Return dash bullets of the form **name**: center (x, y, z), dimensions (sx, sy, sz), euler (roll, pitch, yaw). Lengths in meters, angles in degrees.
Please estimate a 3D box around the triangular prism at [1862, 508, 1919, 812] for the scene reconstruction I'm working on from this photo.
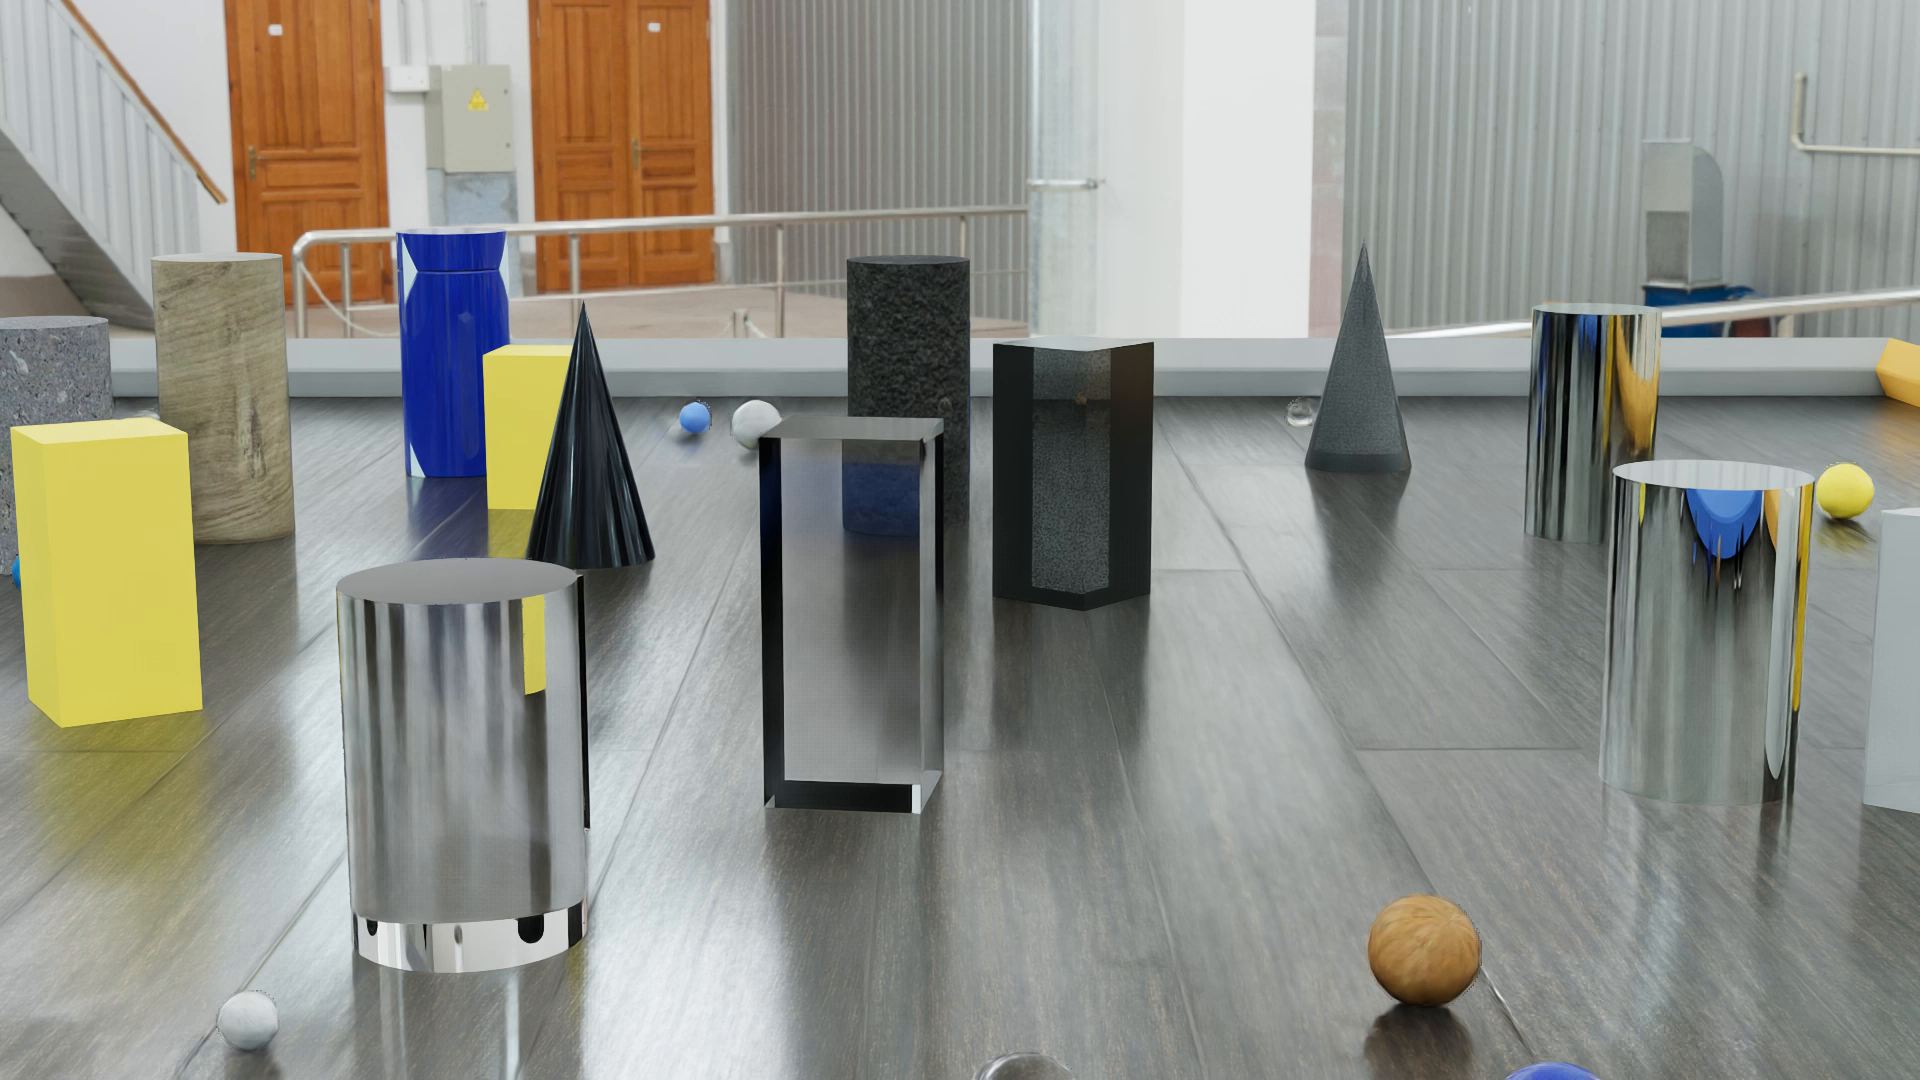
- **triangular prism**: center (1.015, 0.117, 2.543), dimensions (0.170, 0.295, 0.148), euler (8, 13, 38)

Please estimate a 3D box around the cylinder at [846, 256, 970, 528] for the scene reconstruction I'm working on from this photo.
- **cylinder**: center (-0.083, -0.241, 4.133), dimensions (0.197, 0.420, 0.197), euler (0, 10, 0)

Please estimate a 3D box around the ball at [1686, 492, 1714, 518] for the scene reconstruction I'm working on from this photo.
- **ball**: center (1.203, -0.058, 4.176), dimensions (0.043, 0.043, 0.043), euler (0, 10, 0)

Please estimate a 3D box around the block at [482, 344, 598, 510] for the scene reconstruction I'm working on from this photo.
- **block**: center (-0.700, -0.191, 4.311), dimensions (0.157, 0.256, 0.157), euler (1, 11, 4)

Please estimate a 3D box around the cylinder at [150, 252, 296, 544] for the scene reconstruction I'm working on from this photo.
- **cylinder**: center (-1.149, -0.225, 4.006), dimensions (0.197, 0.433, 0.197), euler (0, 10, 0)

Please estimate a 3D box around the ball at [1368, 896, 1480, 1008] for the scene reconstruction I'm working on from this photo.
- **ball**: center (0.363, 0.322, 2.008), dimensions (0.087, 0.087, 0.087), euler (0, 10, 0)

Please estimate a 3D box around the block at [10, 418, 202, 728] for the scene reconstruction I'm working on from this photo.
- **block**: center (-0.975, 0.032, 2.932), dimensions (0.157, 0.319, 0.157), euler (-6, 12, -31)

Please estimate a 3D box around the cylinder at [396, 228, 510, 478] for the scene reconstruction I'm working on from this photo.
- **cylinder**: center (-0.910, -0.341, 4.634), dimensions (0.197, 0.433, 0.197), euler (0, 10, 0)

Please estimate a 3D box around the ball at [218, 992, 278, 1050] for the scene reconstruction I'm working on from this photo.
- **ball**: center (-0.533, 0.360, 1.921), dimensions (0.044, 0.044, 0.044), euler (0, 10, 0)

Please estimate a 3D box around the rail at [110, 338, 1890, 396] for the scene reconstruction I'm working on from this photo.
- **rail**: center (-0.013, -0.380, 5.676), dimensions (4.163, 0.128, 0.045), euler (0, 10, 0)

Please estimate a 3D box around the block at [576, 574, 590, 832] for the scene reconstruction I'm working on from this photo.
- **block**: center (-0.463, 0.162, 2.420), dimensions (0.157, 0.250, 0.157), euler (5, 12, 26)

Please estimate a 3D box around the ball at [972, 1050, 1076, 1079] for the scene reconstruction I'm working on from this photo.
- **ball**: center (0.042, 0.381, 1.699), dimensions (0.083, 0.083, 0.083), euler (0, 10, 0)

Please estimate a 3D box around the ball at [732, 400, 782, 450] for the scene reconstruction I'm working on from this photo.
- **ball**: center (-0.388, -0.219, 4.900), dimensions (0.096, 0.096, 0.096), euler (0, 10, 0)

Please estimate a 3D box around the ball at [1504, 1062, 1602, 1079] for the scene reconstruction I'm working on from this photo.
- **ball**: center (0.384, 0.384, 1.656), dimensions (0.093, 0.093, 0.093), euler (0, 10, 0)

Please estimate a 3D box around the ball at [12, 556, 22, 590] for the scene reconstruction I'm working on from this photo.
- **ball**: center (-1.278, 0.044, 3.557), dimensions (0.068, 0.068, 0.068), euler (0, 10, 0)

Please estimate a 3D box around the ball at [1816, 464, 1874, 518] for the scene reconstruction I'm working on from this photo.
- **ball**: center (1.436, -0.079, 4.165), dimensions (0.089, 0.089, 0.089), euler (0, 10, 0)

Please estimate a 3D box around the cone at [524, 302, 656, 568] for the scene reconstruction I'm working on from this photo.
- **cone**: center (-0.555, -0.165, 3.815), dimensions (0.197, 0.385, 0.197), euler (0, 10, 0)

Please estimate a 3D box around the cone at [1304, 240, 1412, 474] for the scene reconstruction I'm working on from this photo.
- **cone**: center (0.733, -0.344, 4.690), dimensions (0.197, 0.418, 0.197), euler (0, 10, 0)

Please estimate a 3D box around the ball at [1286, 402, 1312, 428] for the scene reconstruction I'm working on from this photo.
- **ball**: center (0.691, -0.255, 5.214), dimensions (0.053, 0.053, 0.053), euler (0, 10, 0)

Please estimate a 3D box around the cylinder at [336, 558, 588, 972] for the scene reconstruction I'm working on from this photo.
- **cylinder**: center (-0.416, 0.184, 2.153), dimensions (0.197, 0.306, 0.197), euler (0, 10, 0)

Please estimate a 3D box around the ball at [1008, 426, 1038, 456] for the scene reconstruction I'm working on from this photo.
- **ball**: center (0.120, -0.187, 4.836), dimensions (0.057, 0.057, 0.057), euler (0, 10, 0)

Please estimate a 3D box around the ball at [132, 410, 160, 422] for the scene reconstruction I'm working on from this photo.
- **ball**: center (-1.599, -0.226, 5.039), dimensions (0.060, 0.060, 0.060), euler (0, 10, 0)

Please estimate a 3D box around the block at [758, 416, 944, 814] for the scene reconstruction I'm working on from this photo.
- **block**: center (-0.106, 0.071, 2.581), dimensions (0.157, 0.371, 0.157), euler (1, 11, 8)

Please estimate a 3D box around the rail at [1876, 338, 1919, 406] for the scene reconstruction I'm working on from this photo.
- **rail**: center (2.058, 0.031, 3.461), dimensions (0.045, 0.128, 4.577), euler (0, 10, 0)

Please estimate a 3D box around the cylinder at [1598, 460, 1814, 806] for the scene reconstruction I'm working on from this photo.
- **cylinder**: center (0.761, 0.090, 2.621), dimensions (0.197, 0.318, 0.197), euler (0, 10, 0)

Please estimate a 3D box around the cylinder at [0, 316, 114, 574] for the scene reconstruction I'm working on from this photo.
- **cylinder**: center (-1.344, -0.142, 3.770), dimensions (0.197, 0.357, 0.197), euler (0, 10, 0)

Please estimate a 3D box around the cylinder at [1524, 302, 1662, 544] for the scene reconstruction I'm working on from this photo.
- **cylinder**: center (0.989, -0.186, 4.016), dimensions (0.197, 0.353, 0.197), euler (0, 10, 0)

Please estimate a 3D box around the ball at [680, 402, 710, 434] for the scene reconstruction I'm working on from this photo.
- **ball**: center (-0.530, -0.244, 5.133), dimensions (0.061, 0.061, 0.061), euler (0, 10, 0)

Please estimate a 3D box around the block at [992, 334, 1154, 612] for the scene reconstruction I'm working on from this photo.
- **block**: center (0.156, -0.097, 3.539), dimensions (0.157, 0.352, 0.157), euler (8, 13, 38)
